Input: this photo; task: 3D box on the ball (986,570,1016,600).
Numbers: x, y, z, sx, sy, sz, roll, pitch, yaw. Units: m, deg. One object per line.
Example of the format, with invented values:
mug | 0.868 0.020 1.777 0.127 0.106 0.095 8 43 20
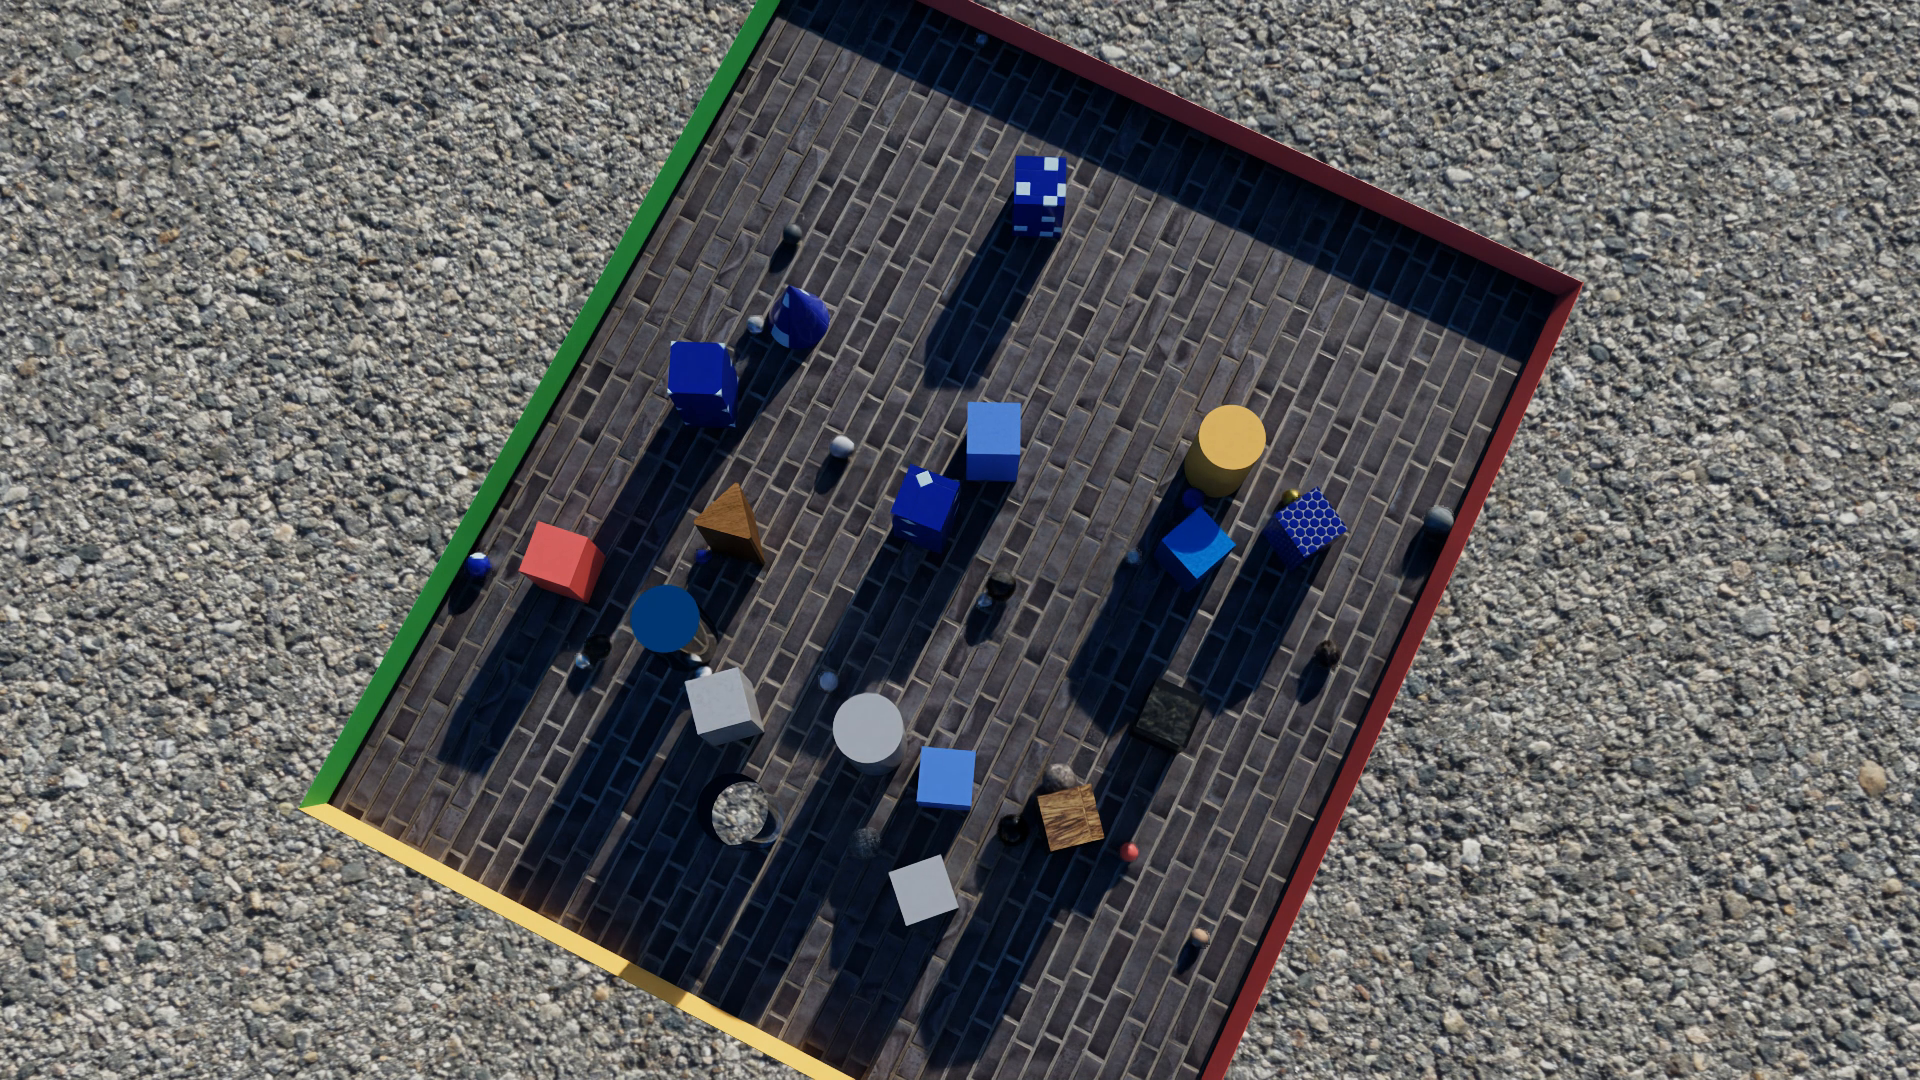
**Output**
ball | 0.125 0.137 5.542 0.091 0.091 0.091 0 78 0

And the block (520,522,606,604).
block | -1.180 0.069 5.458 0.155 0.282 0.155 18 79 4

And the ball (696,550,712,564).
ball | -0.780 0.052 5.582 0.046 0.046 0.046 0 78 0

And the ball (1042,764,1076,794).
ball | 0.292 0.709 5.420 0.097 0.097 0.097 0 78 0

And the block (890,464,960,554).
block | -0.100 -0.088 5.461 0.155 0.340 0.155 21 79 4

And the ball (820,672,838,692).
ball | -0.393 0.425 5.498 0.059 0.059 0.059 0 78 0

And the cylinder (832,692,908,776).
cylinder | -0.253 0.563 5.270 0.194 0.450 0.194 0 78 0

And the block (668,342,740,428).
block | -0.769 -0.463 5.519 0.155 0.378 0.155 2 78 0

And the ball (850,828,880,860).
ball | -0.279 0.894 5.385 0.091 0.091 0.091 0 78 0

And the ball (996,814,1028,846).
ball | 0.155 0.852 5.392 0.094 0.094 0.094 0 78 0

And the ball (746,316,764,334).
ball | -0.639 -0.672 5.727 0.057 0.057 0.057 0 78 0

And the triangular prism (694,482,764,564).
triangular prism | -0.659 -0.057 5.429 0.168 0.390 0.146 16 79 3

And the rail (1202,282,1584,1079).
rail | 1.197 0.593 5.428 0.045 0.126 3.162 26 80 5

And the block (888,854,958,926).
block | -0.102 1.009 5.271 0.155 0.268 0.155 -19 79 -4

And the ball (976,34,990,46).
ball | 0.074 -1.617 5.930 0.042 0.042 0.042 0 78 0

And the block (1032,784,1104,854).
block | 0.309 0.808 5.279 0.155 0.334 0.155 -13 79 -3

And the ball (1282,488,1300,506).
ball | 1.015 -0.127 5.612 0.060 0.060 0.060 0 78 0

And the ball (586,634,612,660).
ball | -1.086 0.321 5.511 0.076 0.076 0.076 0 78 0

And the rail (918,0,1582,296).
rail | 0.696 -1.357 5.832 2.724 0.126 0.045 26 80 5

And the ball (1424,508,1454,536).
ball | 1.460 -0.056 5.583 0.088 0.088 0.088 0 78 0

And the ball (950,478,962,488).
ball | -0.024 -0.163 5.622 0.055 0.055 0.055 0 78 0

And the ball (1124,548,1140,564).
ball | 0.525 0.050 5.582 0.047 0.047 0.047 0 78 0

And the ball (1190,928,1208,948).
ball | 0.697 1.161 5.349 0.052 0.052 0.052 0 78 0

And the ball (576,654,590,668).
ball | -1.137 0.364 5.519 0.043 0.043 0.043 0 78 0

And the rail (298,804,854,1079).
rail | -0.696 1.371 5.267 2.724 0.126 0.045 26 80 5

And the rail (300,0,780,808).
rail | -1.197 -0.579 5.671 0.045 0.126 3.162 26 80 5

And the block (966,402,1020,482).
block | 0.099 -0.292 5.506 0.155 0.335 0.155 1 78 0

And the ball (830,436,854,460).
ball | -0.362 -0.285 5.639 0.072 0.072 0.072 0 78 0

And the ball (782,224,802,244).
ball | -0.529 -0.964 5.785 0.061 0.061 0.061 0 78 0

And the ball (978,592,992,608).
ball | 0.075 0.181 5.556 0.046 0.046 0.046 0 78 0

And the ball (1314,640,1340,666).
ball | 1.105 0.341 5.507 0.076 0.076 0.076 0 78 0

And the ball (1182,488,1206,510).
ball | 0.715 -0.125 5.607 0.071 0.071 0.071 0 78 0

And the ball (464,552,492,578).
ball | -1.463 0.077 5.561 0.078 0.078 0.078 0 78 0

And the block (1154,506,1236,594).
block | 0.699 0.031 5.488 0.155 0.240 0.155 -40 81 -8

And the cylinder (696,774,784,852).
cylinder | -0.619 0.779 5.215 0.194 0.472 0.194 0 78 0

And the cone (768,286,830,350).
cone | -0.508 -0.725 5.602 0.194 0.323 0.194 0 78 0

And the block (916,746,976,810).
block | -0.039 0.698 5.342 0.155 0.254 0.155 5 78 1

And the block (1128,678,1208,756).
block | 0.607 0.520 5.377 0.155 0.259 0.155 24 79 5

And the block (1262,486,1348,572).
block | 1.031 -0.029 5.500 0.155 0.240 0.155 -33 80 -6

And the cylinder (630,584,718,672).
cylinder | -0.830 0.262 5.356 0.194 0.404 0.194 0 78 0

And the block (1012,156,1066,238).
block | 0.244 -1.065 5.699 0.155 0.270 0.155 2 78 0

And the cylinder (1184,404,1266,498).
cylinder | 0.789 -0.262 5.487 0.194 0.360 0.194 0 78 0

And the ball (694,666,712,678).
ball | -0.770 0.405 5.506 0.053 0.053 0.053 0 78 0

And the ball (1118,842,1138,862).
ball | 0.494 0.920 5.398 0.056 0.056 0.056 0 78 0

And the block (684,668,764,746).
block | -0.682 0.488 5.334 0.155 0.356 0.155 -15 79 -3
